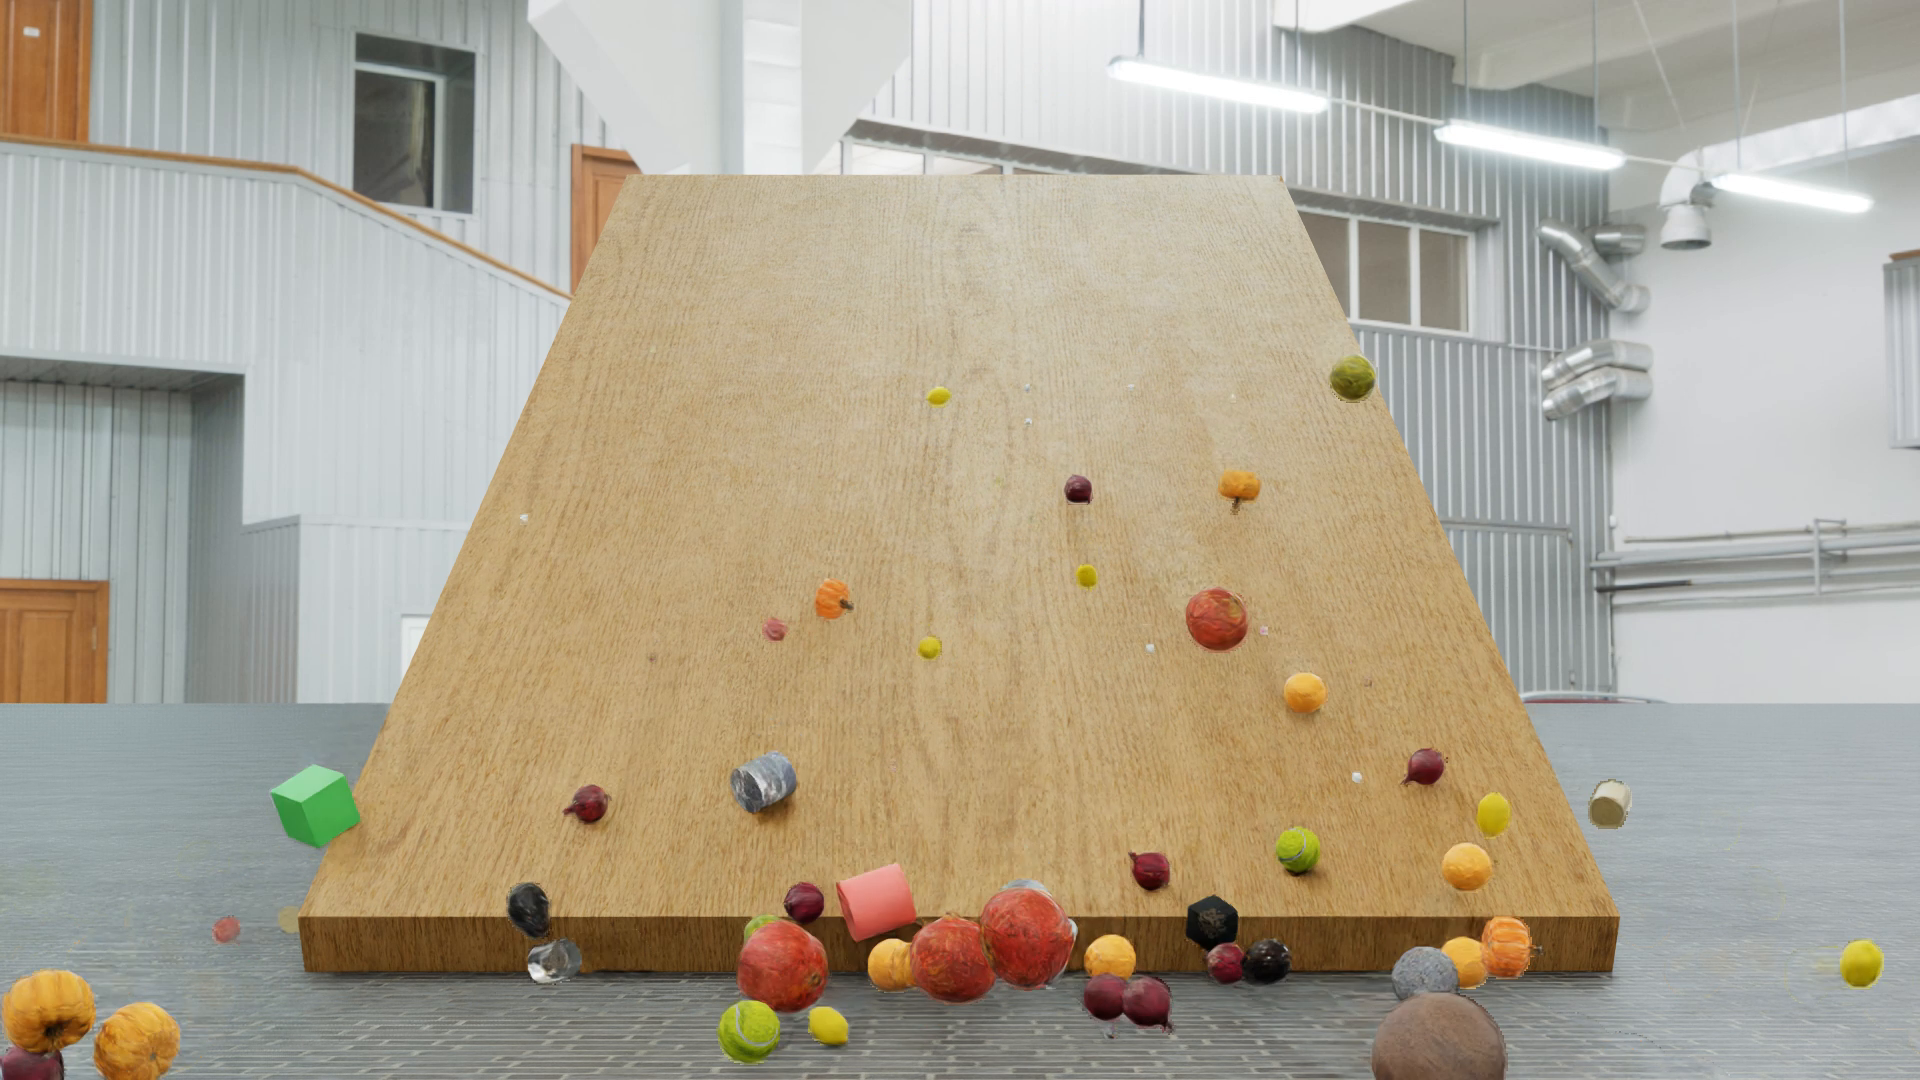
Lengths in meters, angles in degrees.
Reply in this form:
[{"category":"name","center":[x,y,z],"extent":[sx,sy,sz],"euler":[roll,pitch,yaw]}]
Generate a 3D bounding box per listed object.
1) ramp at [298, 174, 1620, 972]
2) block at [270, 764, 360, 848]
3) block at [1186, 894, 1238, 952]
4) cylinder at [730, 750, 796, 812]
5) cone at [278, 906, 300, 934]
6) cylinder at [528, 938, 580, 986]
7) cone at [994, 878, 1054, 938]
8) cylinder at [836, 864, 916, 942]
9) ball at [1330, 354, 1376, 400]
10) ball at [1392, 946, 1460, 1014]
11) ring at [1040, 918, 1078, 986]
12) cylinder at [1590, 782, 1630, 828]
[{"category":"ramp","center":[-0.009,-0.229,5.373],"extent":[2.000,0.100,4.000],"euler":[0,25,0]},{"category":"block","center":[-1.032,0.426,3.750],"extent":[0.087,0.087,0.087],"euler":[10,33,40]},{"category":"block","center":[0.375,0.570,3.479],"extent":[0.053,0.053,0.053],"euler":[-18,31,-32]},{"category":"cylinder","center":[-0.321,0.394,3.822],"extent":[0.077,0.077,0.077],"euler":[-4,15,47]},{"category":"cone","center":[-1.203,0.689,4.186],"extent":[0.052,0.052,0.052],"euler":[3,-31,-36]},{"category":"cylinder","center":[-0.566,0.588,3.268],"extent":[0.054,0.054,0.054],"euler":[3,-25,-42]},{"category":"cone","center":[0.099,0.550,3.532],"extent":[0.090,0.090,0.090],"euler":[0,-2,4]},{"category":"cylinder","center":[-0.125,0.540,3.486],"extent":[0.093,0.093,0.093],"euler":[-17,0,-13]},{"category":"ball","center":[0.781,-0.323,4.645],"extent":[0.091,0.091,0.091],"euler":[0,-4,0]},{"category":"ball","center":[0.618,0.584,3.110],"extent":[0.088,0.088,0.088],"euler":[0,-4,0]},{"category":"ring","center":[0.137,0.572,3.251],"extent":[0.033,0.098,0.098],"euler":[21,-3,4]},{"category":"cylinder","center":[1.051,0.428,3.787],"extent":[0.055,0.055,0.055],"euler":[-2,21,29]}]
